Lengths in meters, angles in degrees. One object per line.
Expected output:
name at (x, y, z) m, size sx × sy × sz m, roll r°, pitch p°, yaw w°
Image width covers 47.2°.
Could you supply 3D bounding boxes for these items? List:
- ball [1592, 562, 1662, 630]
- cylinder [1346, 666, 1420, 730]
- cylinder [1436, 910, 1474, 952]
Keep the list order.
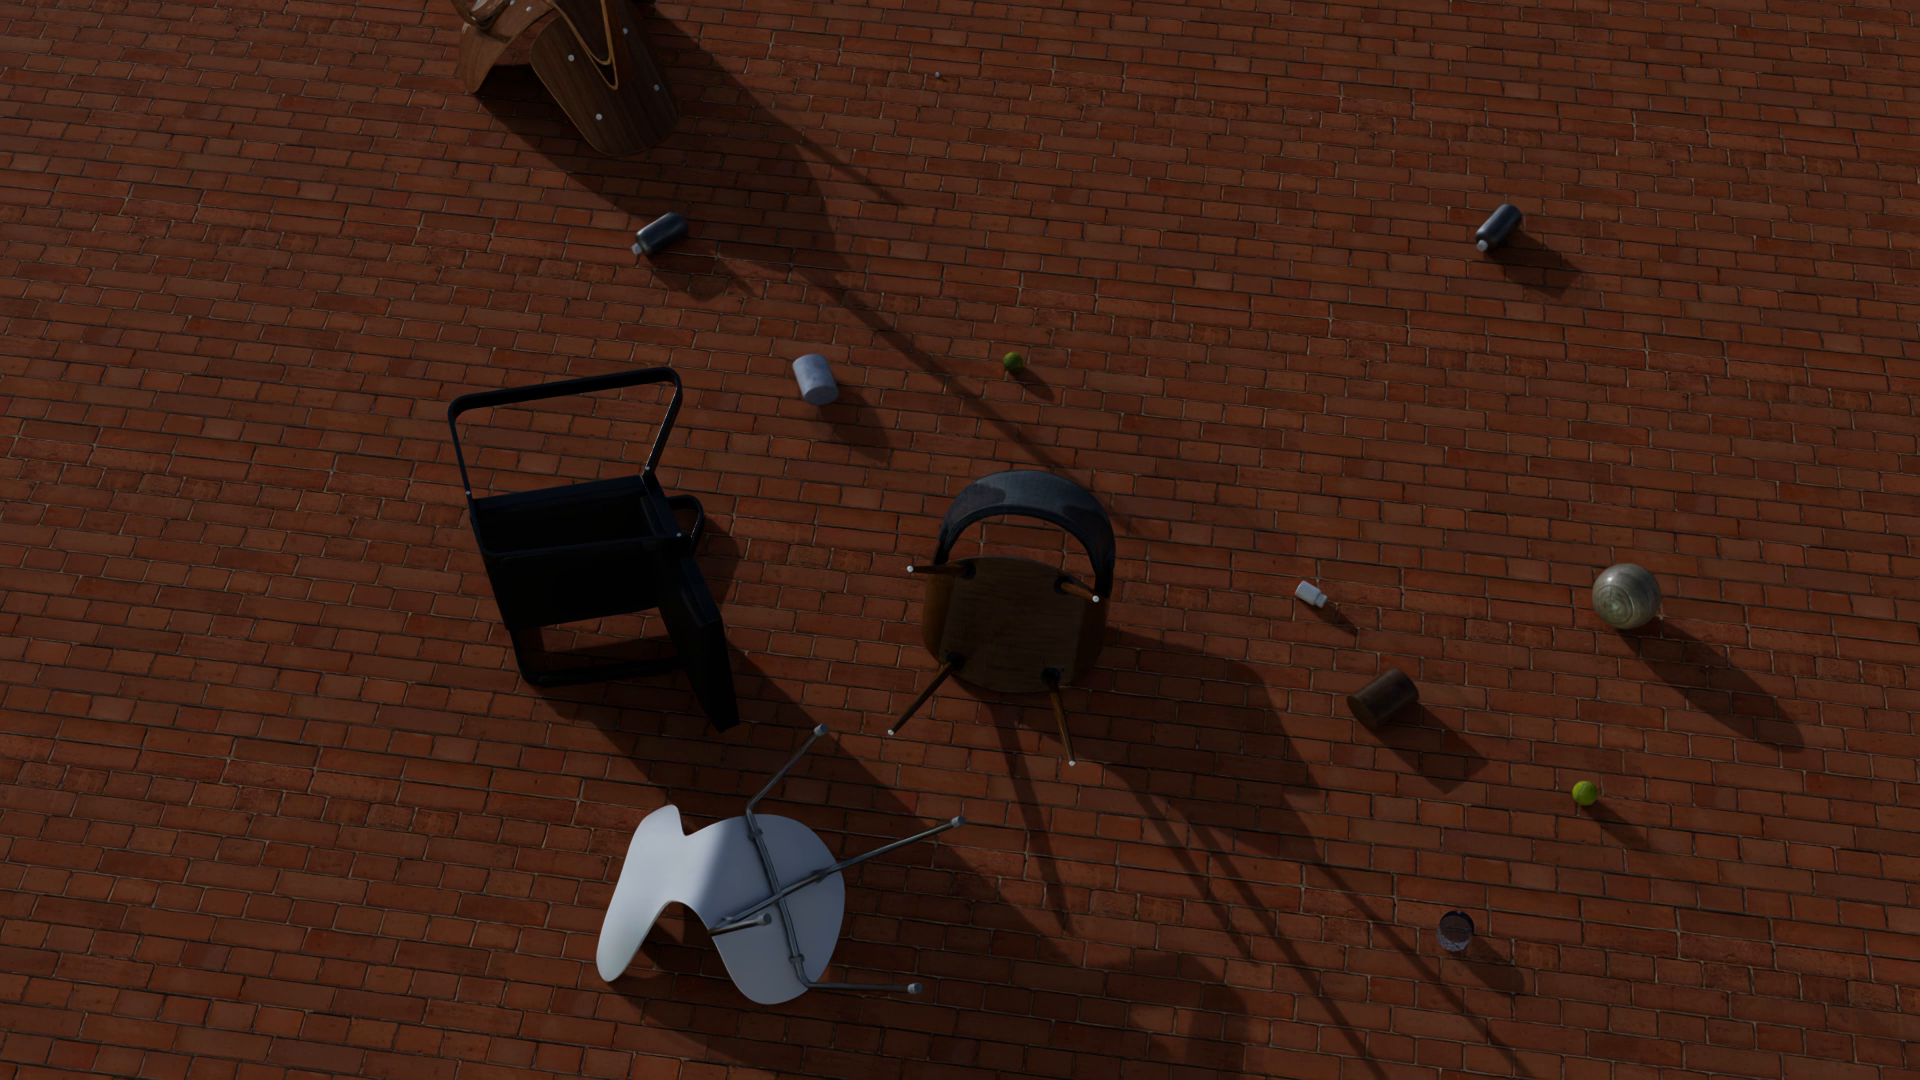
ball at (1.924, 0.162, 6.349) m, size 0.193 × 0.193 × 0.193 m, roll 0°, pitch 56°, yaw 0°
cylinder at (1.196, 0.448, 6.217) m, size 0.162 × 0.094 × 0.123 m, roll -31°, pitch 58°, yaw -19°
cylinder at (1.315, 1.039, 5.842) m, size 0.090 × 0.057 × 0.094 m, roll 38°, pitch 64°, yaw 23°
